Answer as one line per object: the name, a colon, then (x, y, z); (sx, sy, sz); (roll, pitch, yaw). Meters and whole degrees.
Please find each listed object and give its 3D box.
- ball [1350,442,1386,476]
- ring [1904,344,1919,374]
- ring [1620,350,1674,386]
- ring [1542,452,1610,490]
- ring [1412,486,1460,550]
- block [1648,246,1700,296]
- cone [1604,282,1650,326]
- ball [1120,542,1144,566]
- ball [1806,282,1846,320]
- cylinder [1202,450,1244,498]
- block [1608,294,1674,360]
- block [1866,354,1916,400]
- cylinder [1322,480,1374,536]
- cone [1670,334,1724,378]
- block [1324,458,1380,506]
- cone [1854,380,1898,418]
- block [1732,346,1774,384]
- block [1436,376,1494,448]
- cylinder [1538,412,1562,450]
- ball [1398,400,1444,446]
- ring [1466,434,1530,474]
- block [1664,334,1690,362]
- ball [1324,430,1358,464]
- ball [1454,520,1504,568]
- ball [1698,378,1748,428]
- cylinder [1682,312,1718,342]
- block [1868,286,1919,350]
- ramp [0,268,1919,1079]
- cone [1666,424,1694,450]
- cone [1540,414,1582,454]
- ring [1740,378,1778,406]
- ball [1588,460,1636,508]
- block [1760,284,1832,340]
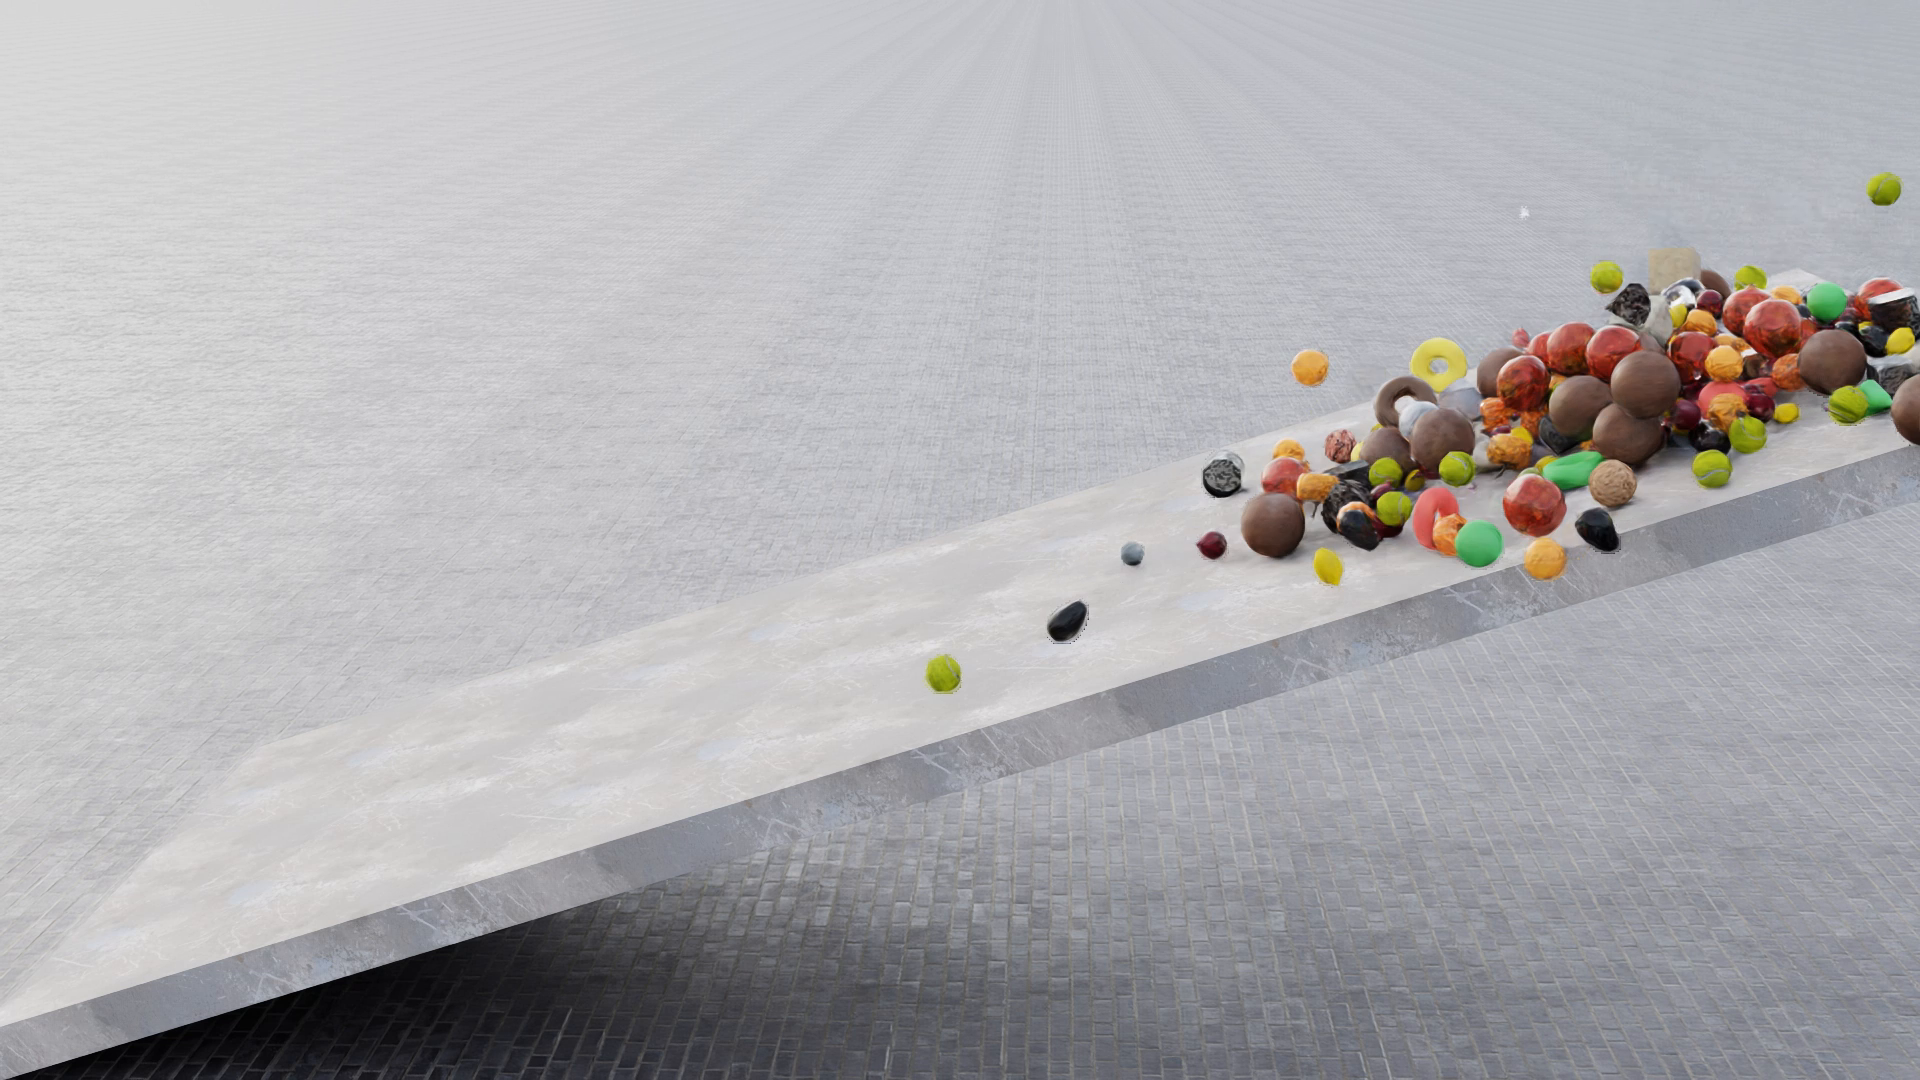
ball: (0.880, -0.176, 6.349); (0.075, 0.075, 0.075); (0, 12, 0)
ring: (1.848, -0.357, 5.642); (0.122, 0.041, 0.122); (-35, -6, -4)
ring: (1.464, -0.366, 6.264); (0.119, 0.040, 0.119); (-19, -17, -6)
ring: (1.192, -0.134, 5.685); (0.140, 0.047, 0.140); (-16, 10, 3)
ring: (0.888, -0.041, 5.485); (0.118, 0.118, 0.039); (-11, 12, -43)
block: (1.622, -0.603, 6.678); (0.099, 0.099, 0.099); (-2, -9, 23)
cone: (1.332, -0.473, 5.938); (0.086, 0.086, 0.086); (-8, 4, -34)
ball: (0.365, 0.029, 6.237); (0.051, 0.051, 0.051); (0, 12, 0)
ball: (1.756, -0.483, 5.957); (0.078, 0.078, 0.078); (0, 12, 0)
cylinder: (0.596, -0.150, 6.655); (0.090, 0.090, 0.090); (2, 15, 9)
block: (1.385, -0.436, 5.983); (0.091, 0.091, 0.091); (10, 53, 34)
block: (1.745, -0.303, 5.515); (0.066, 0.066, 0.066); (-13, 19, 1)
cylinder: (0.778, -0.065, 5.903); (0.092, 0.092, 0.092); (3, 16, 14)
cone: (1.512, -0.362, 6.075); (0.097, 0.097, 0.097); (-22, 12, 1)
block: (0.812, -0.109, 6.094); (0.085, 0.085, 0.085); (-18, 10, 1)
cone: (1.700, -0.253, 5.417); (0.072, 0.072, 0.072); (-8, 19, -33)
block: (1.623, -0.354, 6.025); (0.062, 0.062, 0.062); (-19, 9, 23)
block: (1.074, -0.277, 6.361); (0.098, 0.098, 0.098); (46, 32, 10)
cylinder: (1.221, -0.224, 6.034); (0.066, 0.066, 0.066); (2, 16, 9)
ball: (0.955, -0.241, 6.083); (0.095, 0.095, 0.095); (0, 12, 0)
ring: (1.107, -0.178, 6.048); (0.136, 0.045, 0.136); (-21, 15, 6)
block: (1.573, -0.419, 6.461); (0.051, 0.051, 0.051); (-15, 3, 1)
ball: (0.851, -0.209, 6.573); (0.075, 0.075, 0.075); (0, 12, 0)
ball: (0.895, 0.006, 5.070); (0.082, 0.082, 0.082); (0, 12, 0)
ball: (1.486, -0.267, 5.731); (0.095, 0.095, 0.095); (0, 12, 0)
cylinder: (1.642, -0.471, 6.523); (0.059, 0.059, 0.059); (20, 16, -6)
block: (1.904, -0.451, 5.979); (0.092, 0.092, 0.092); (-15, 11, 19)
ramp: (0.101, 0.183, 6.310); (4.000, 0.100, 2.000); (-17, 10, 5)
cone: (1.383, -0.187, 5.691); (0.054, 0.054, 0.054); (-7, -24, -29)
cone: (1.209, -0.195, 5.936); (0.087, 0.087, 0.087); (3, 35, 15)
ring: (1.578, -0.293, 5.868); (0.110, 0.037, 0.110); (-21, 9, 3)
ball: (1.198, -0.104, 5.402); (0.087, 0.087, 0.087); (0, 12, 0)
block: (1.804, -0.490, 6.347); (0.094, 0.094, 0.094); (-23, 11, -24)
